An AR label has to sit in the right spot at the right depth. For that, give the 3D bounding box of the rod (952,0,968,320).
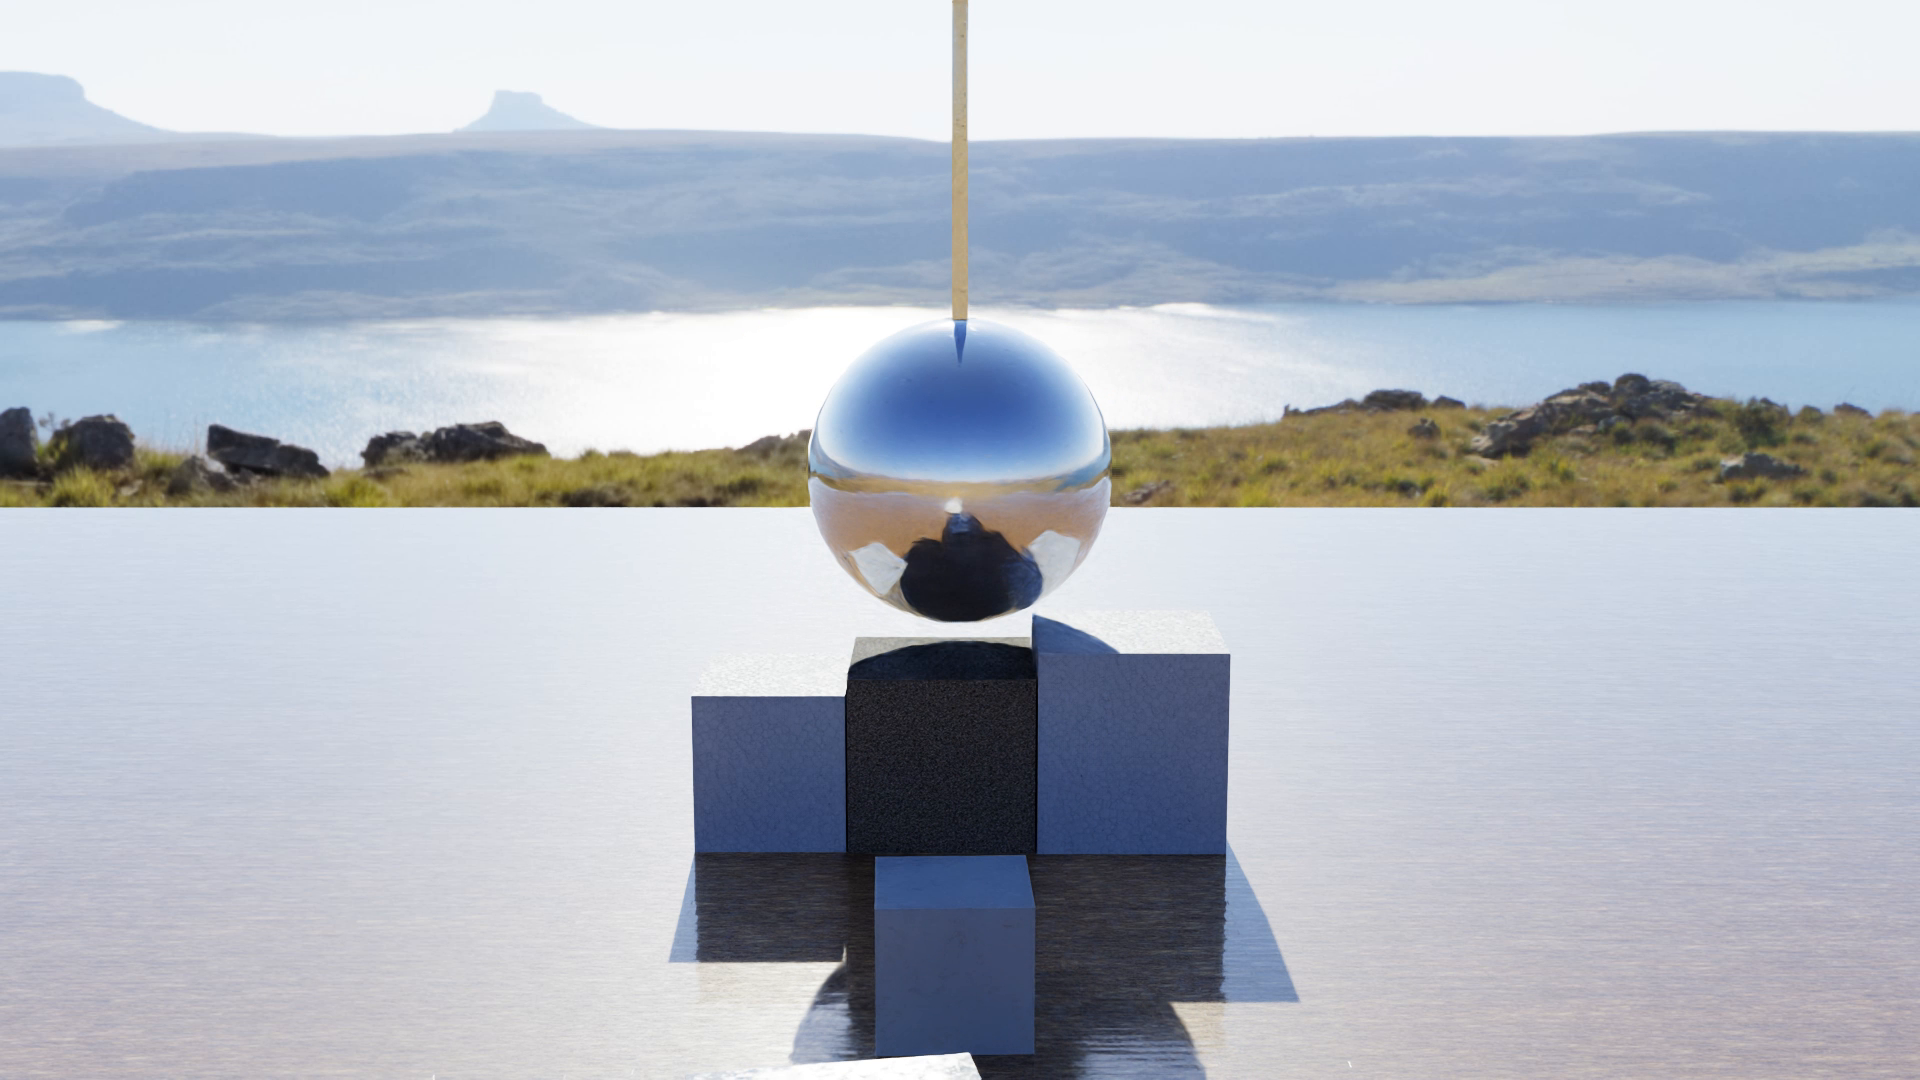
[{"bbox_3d":[0.000,-3.662,10.676,0.080,5.200,0.080,0,14,0],"label":"rod"}]

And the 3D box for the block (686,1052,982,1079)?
[{"bbox_3d":[-0.319,2.030,6.304,0.866,0.750,0.869,-2,10,-10],"label":"block"}]

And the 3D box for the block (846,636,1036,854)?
[{"bbox_3d":[-0.091,1.039,11.362,0.932,0.890,0.956,0,10,0],"label":"block"}]

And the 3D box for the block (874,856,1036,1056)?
[{"bbox_3d":[-0.029,1.652,8.804,0.618,0.599,0.627,0,10,-2],"label":"block"}]

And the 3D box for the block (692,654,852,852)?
[{"bbox_3d":[-0.947,1.082,11.370,0.759,0.803,0.925,0,10,0],"label":"block"}]

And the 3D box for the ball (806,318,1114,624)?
[{"bbox_3d":[0.000,-0.360,11.487,1.600,1.600,1.600,0,10,0],"label":"ball"}]

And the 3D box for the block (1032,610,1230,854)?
[{"bbox_3d":[0.855,0.971,11.357,0.943,1.026,1.000,0,10,0],"label":"block"}]
